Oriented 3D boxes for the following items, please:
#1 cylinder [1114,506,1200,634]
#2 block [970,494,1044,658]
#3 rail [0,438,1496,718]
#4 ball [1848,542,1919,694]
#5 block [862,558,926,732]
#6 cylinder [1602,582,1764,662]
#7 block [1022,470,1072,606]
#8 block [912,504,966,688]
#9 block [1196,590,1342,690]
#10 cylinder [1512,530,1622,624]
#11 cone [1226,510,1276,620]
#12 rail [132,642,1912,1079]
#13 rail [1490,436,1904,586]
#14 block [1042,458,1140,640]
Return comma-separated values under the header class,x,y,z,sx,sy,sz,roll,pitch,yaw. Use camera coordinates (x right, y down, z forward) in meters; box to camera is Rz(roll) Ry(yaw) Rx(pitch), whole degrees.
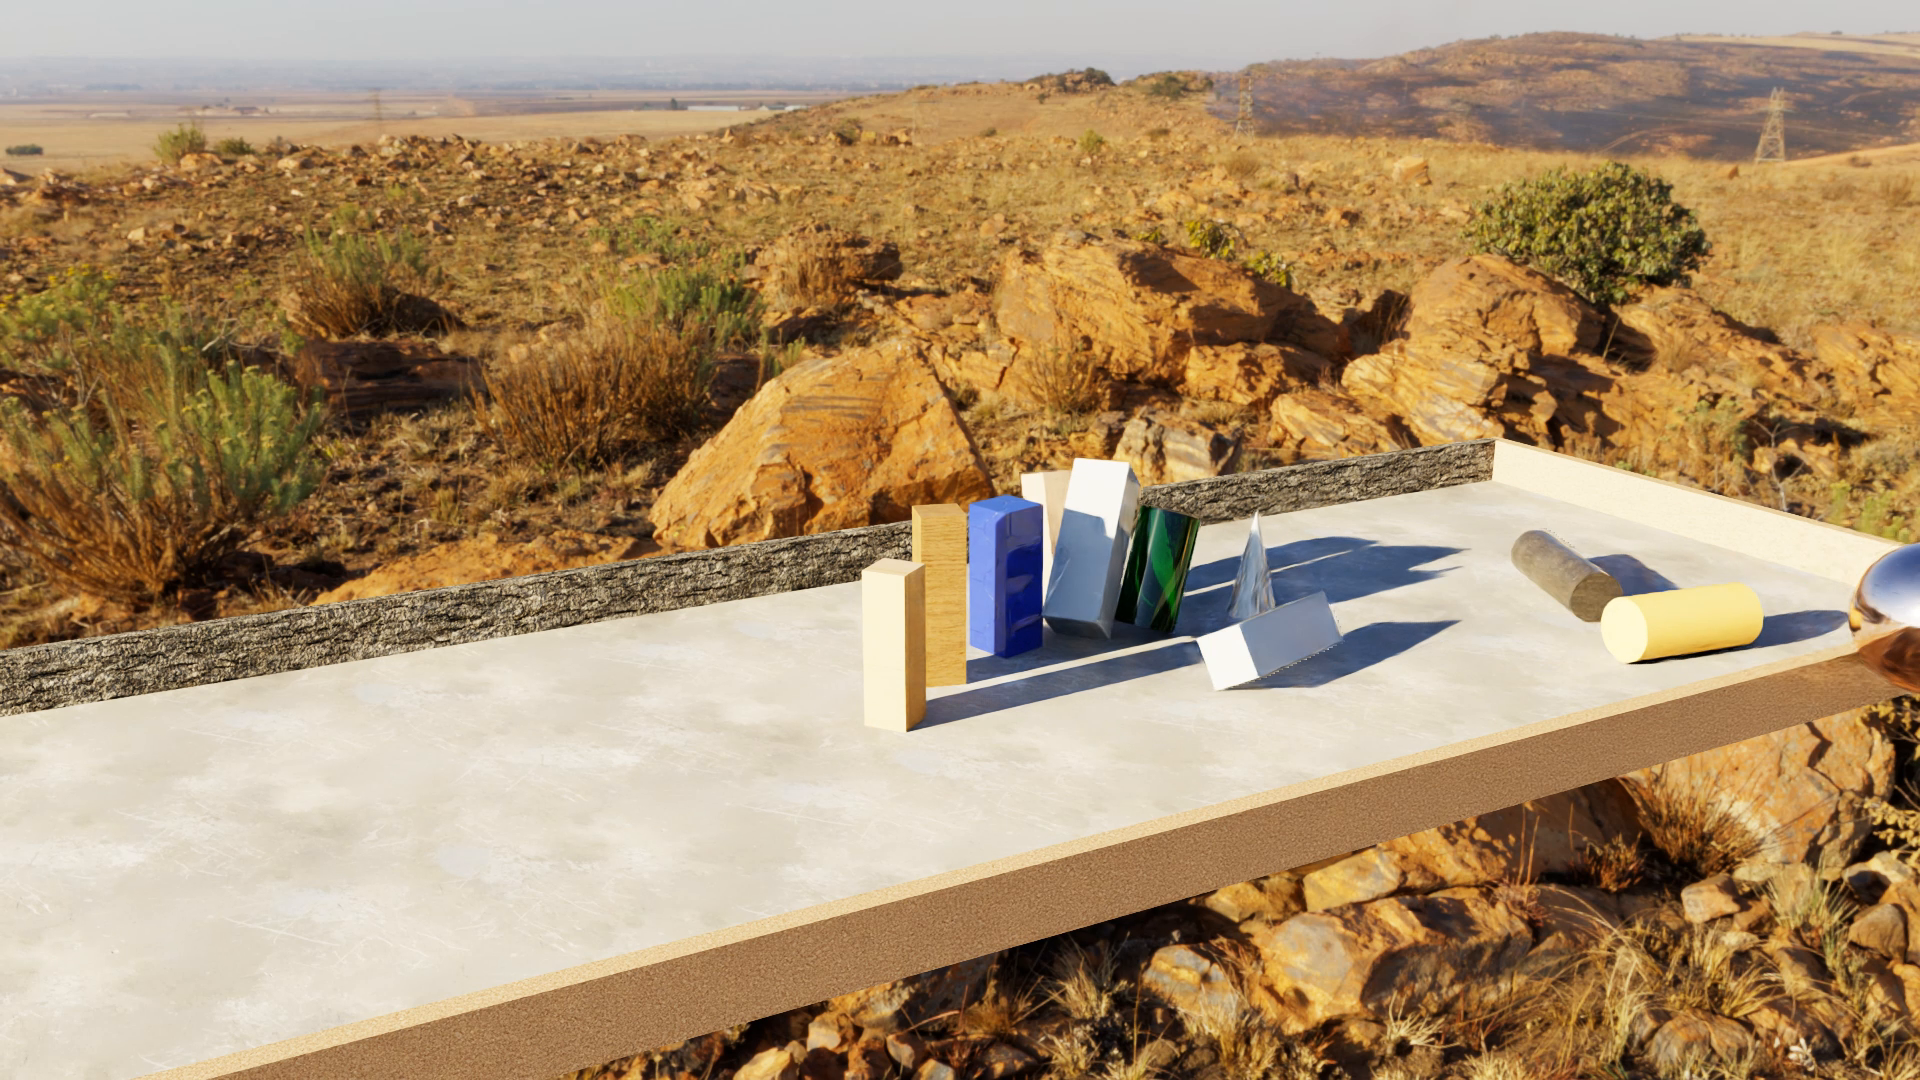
class,x,y,z,sx,sy,sz,roll,pitch,yaw
cylinder,0.533,0.080,4.456,0.166,0.316,0.166,14,0,0
block,0.121,0.094,4.338,0.137,0.391,0.137,-15,22,-41
rail,-3.305,0.497,3.399,12.000,0.150,0.050,-9,18,-27
ball,2.210,0.177,3.729,0.355,0.355,0.355,0,16,0
block,-0.152,0.245,3.846,0.108,0.381,0.108,8,18,24
cylinder,1.892,0.215,4.324,0.376,0.169,0.169,-6,17,-19
block,0.287,-0.008,4.675,0.141,0.375,0.141,-7,2,-23
block,-0.052,0.138,4.105,0.113,0.440,0.113,-3,17,-12
block,0.788,0.252,4.180,0.392,0.136,0.136,-16,-6,-45
cylinder,1.744,0.099,4.761,0.144,0.144,0.442,-1,16,-3
cone,0.823,0.061,4.615,0.142,0.300,0.142,0,16,0
rail,-2.336,1.006,1.665,12.000,0.150,0.050,-9,18,-27
rail,2.466,-0.048,5.253,0.050,0.150,2.100,-9,18,-27
block,0.358,0.024,4.463,0.153,0.456,0.153,6,-20,20
